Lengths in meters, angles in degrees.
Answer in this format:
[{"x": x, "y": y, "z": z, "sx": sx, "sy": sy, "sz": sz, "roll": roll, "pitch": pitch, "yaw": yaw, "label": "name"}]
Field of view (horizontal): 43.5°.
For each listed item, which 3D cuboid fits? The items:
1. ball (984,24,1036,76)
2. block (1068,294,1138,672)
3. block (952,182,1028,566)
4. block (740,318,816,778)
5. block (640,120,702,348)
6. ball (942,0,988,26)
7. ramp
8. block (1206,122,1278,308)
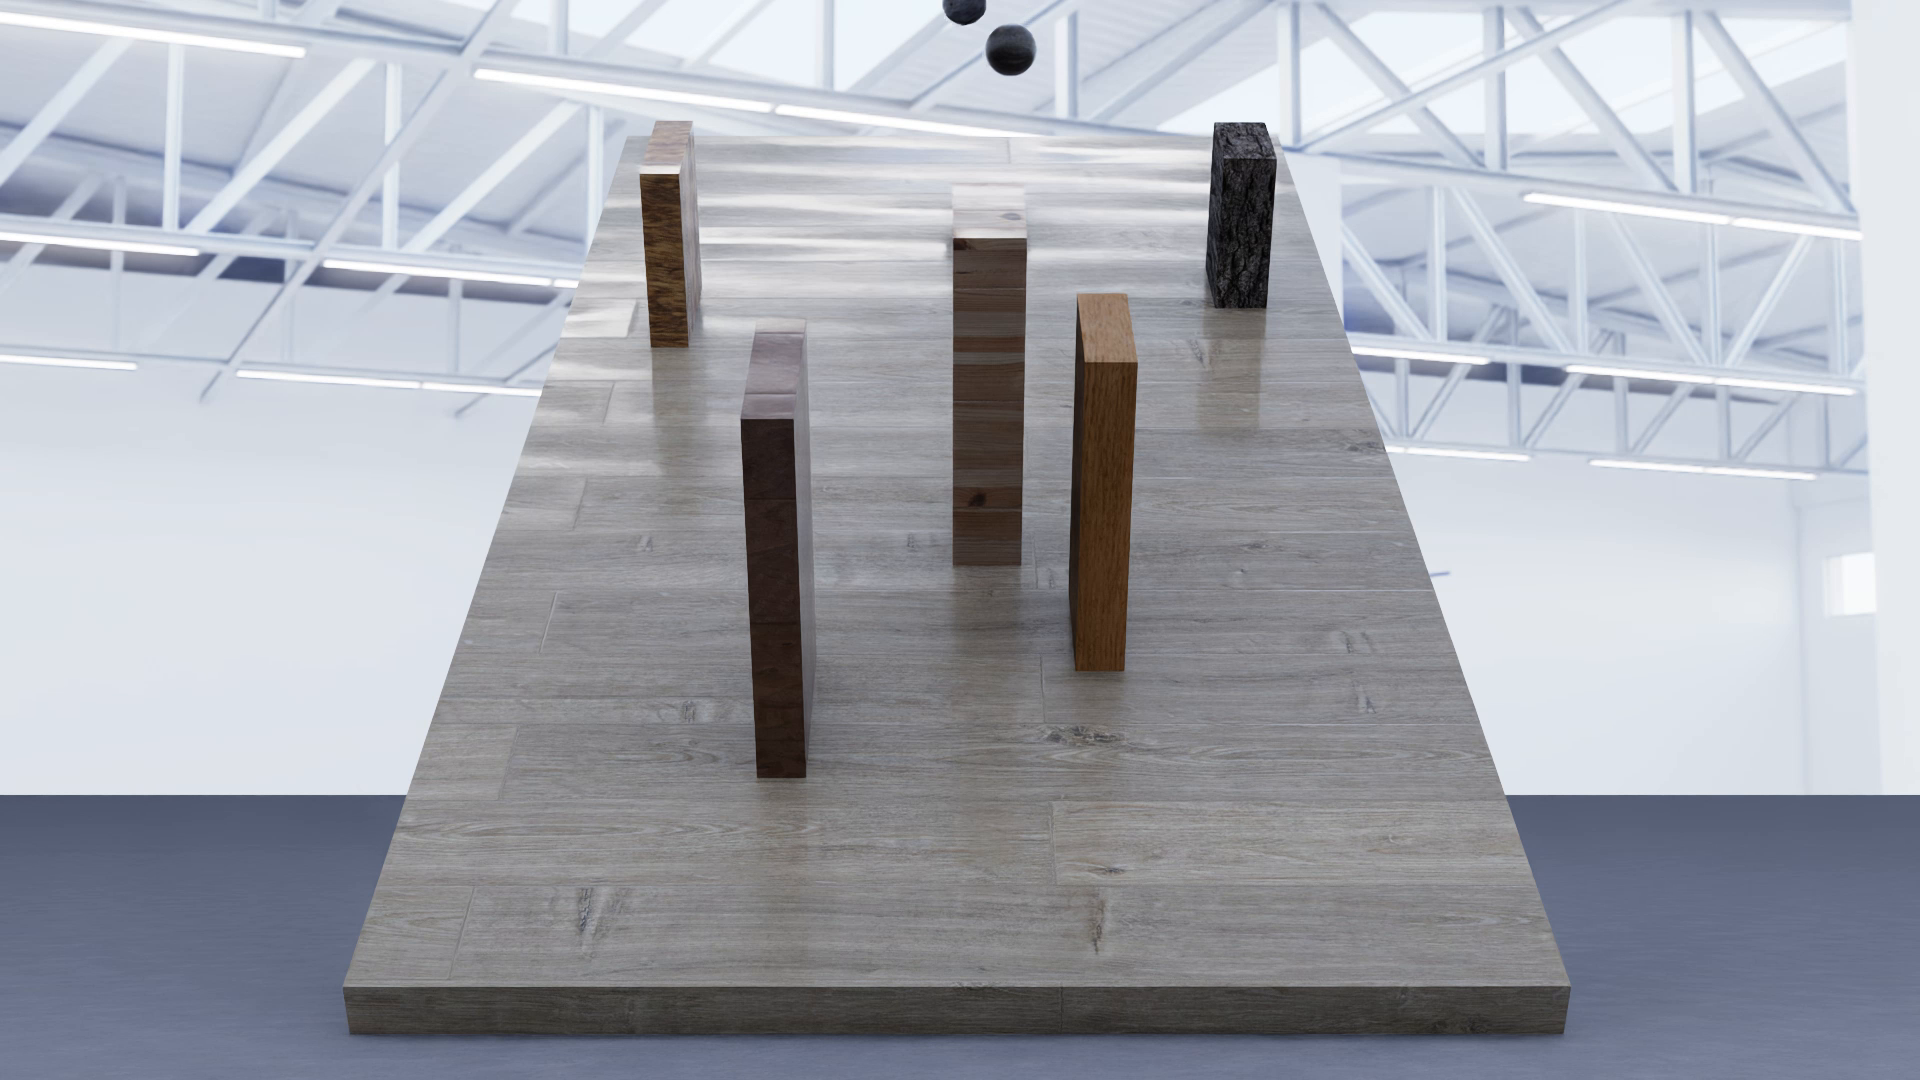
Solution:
[{"x": 0.153, "y": -1.481, "z": 7.273, "sx": 0.158, "sy": 0.158, "sz": 0.158, "roll": 0, "pitch": -6, "yaw": 0, "label": "ball"}, {"x": 0.276, "y": -0.111, "z": 4.721, "sx": 0.097, "sy": 0.672, "sz": 0.314, "roll": 0, "pitch": 29, "yaw": 0, "label": "block"}, {"x": 0.058, "y": -0.344, "z": 5.057, "sx": 0.146, "sy": 0.746, "sz": 0.299, "roll": 0, "pitch": 29, "yaw": 0, "label": "block"}, {"x": -0.328, "y": 0.015, "z": 4.427, "sx": 0.090, "sy": 0.737, "sz": 0.414, "roll": 0, "pitch": 29, "yaw": 0, "label": "block"}, {"x": -0.730, "y": -0.779, "z": 6.108, "sx": 0.096, "sy": 0.462, "sz": 0.379, "roll": 0, "pitch": 29, "yaw": 0, "label": "block"}, {"x": 0.014, "y": -1.638, "z": 7.327, "sx": 0.139, "sy": 0.139, "sz": 0.139, "roll": 0, "pitch": -6, "yaw": 0, "label": "ball"}, {"x": -0.013, "y": -0.214, "z": 5.684, "sx": 2.000, "sy": 0.100, "sz": 4.000, "roll": 0, "pitch": 29, "yaw": 0, "label": "ramp"}, {"x": 0.732, "y": -0.850, "z": 6.294, "sx": 0.134, "sy": 0.412, "sz": 0.270, "roll": 0, "pitch": 29, "yaw": 0, "label": "block"}]
